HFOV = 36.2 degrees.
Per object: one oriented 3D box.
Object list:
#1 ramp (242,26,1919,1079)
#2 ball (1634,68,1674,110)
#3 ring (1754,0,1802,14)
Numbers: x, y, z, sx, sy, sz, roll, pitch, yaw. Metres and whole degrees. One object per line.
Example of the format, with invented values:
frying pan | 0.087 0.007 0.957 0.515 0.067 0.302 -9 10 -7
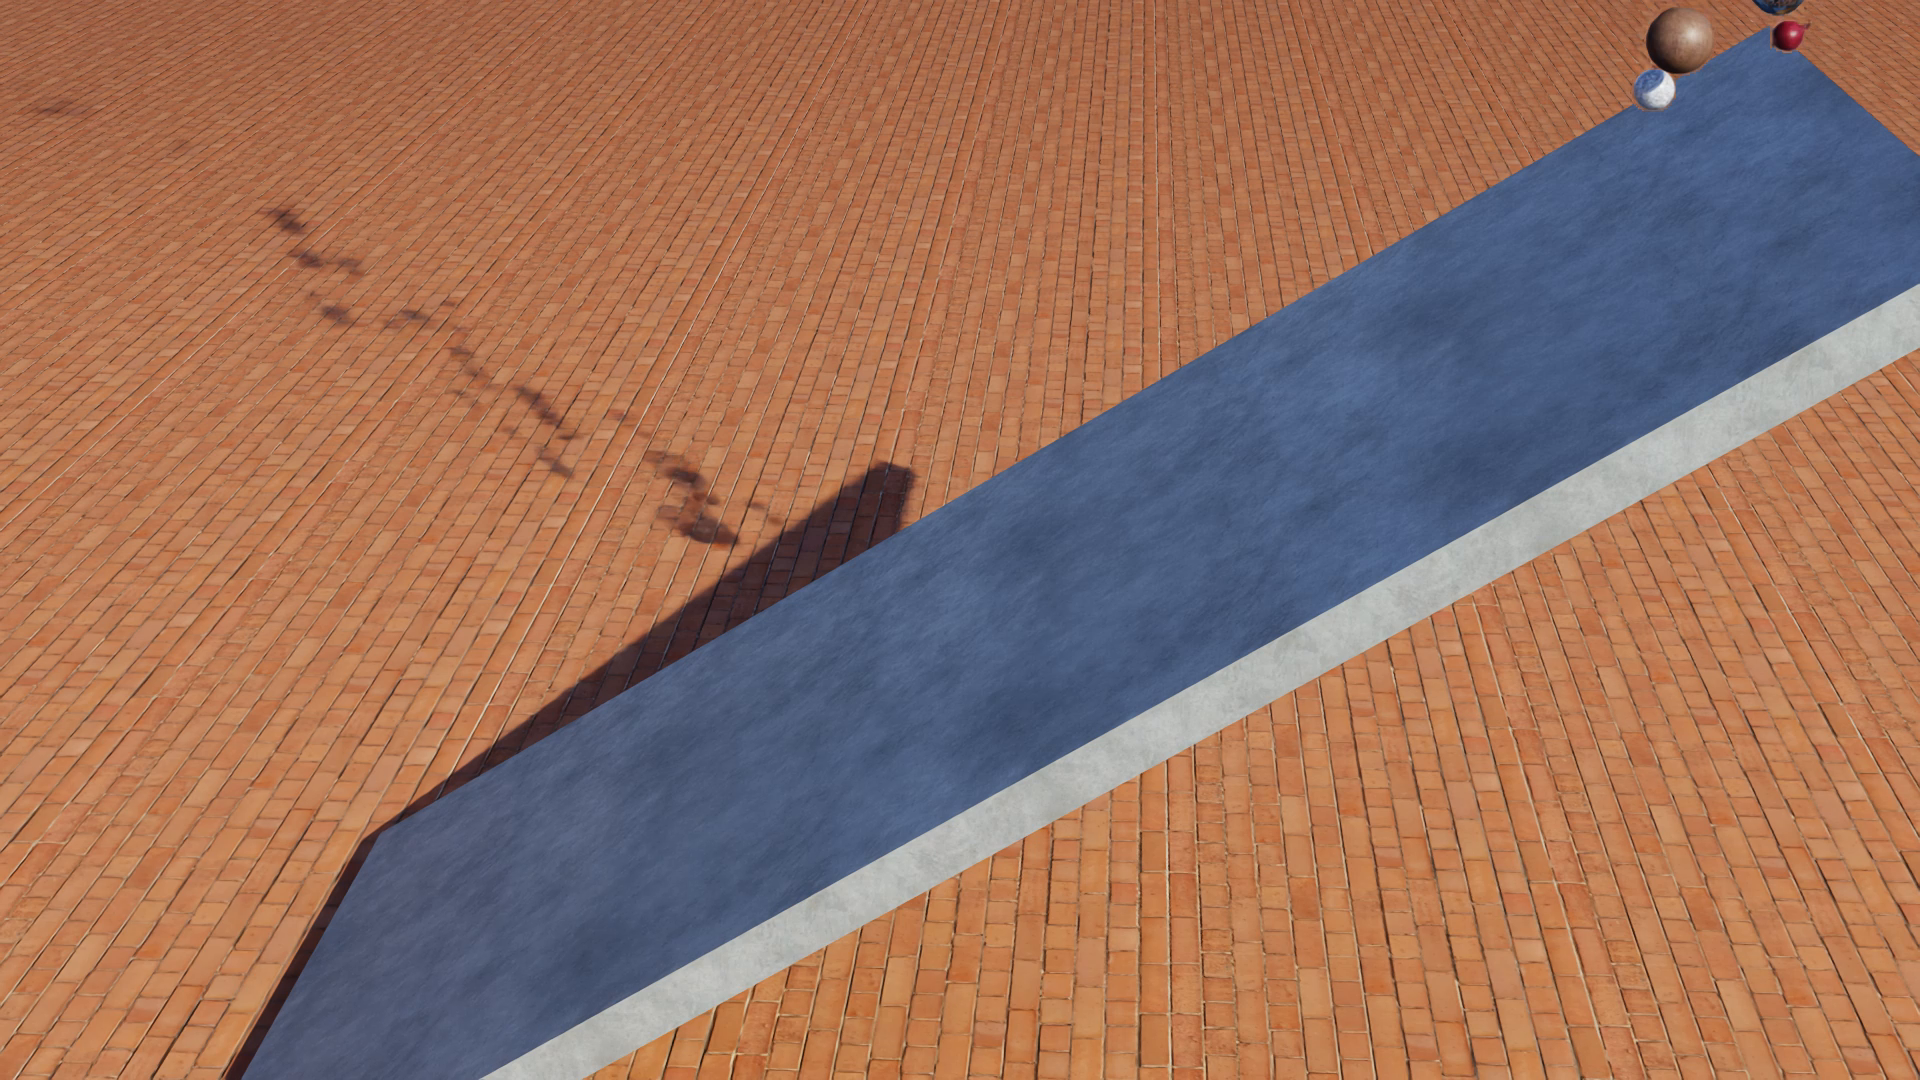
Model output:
ramp | 0.141 0.169 6.292 4.000 0.100 2.000 -30 15 13
ball | 1.387 -0.900 5.878 0.082 0.082 0.082 0 20 0
ring | 1.557 -1.062 5.597 0.125 0.125 0.042 18 27 41
